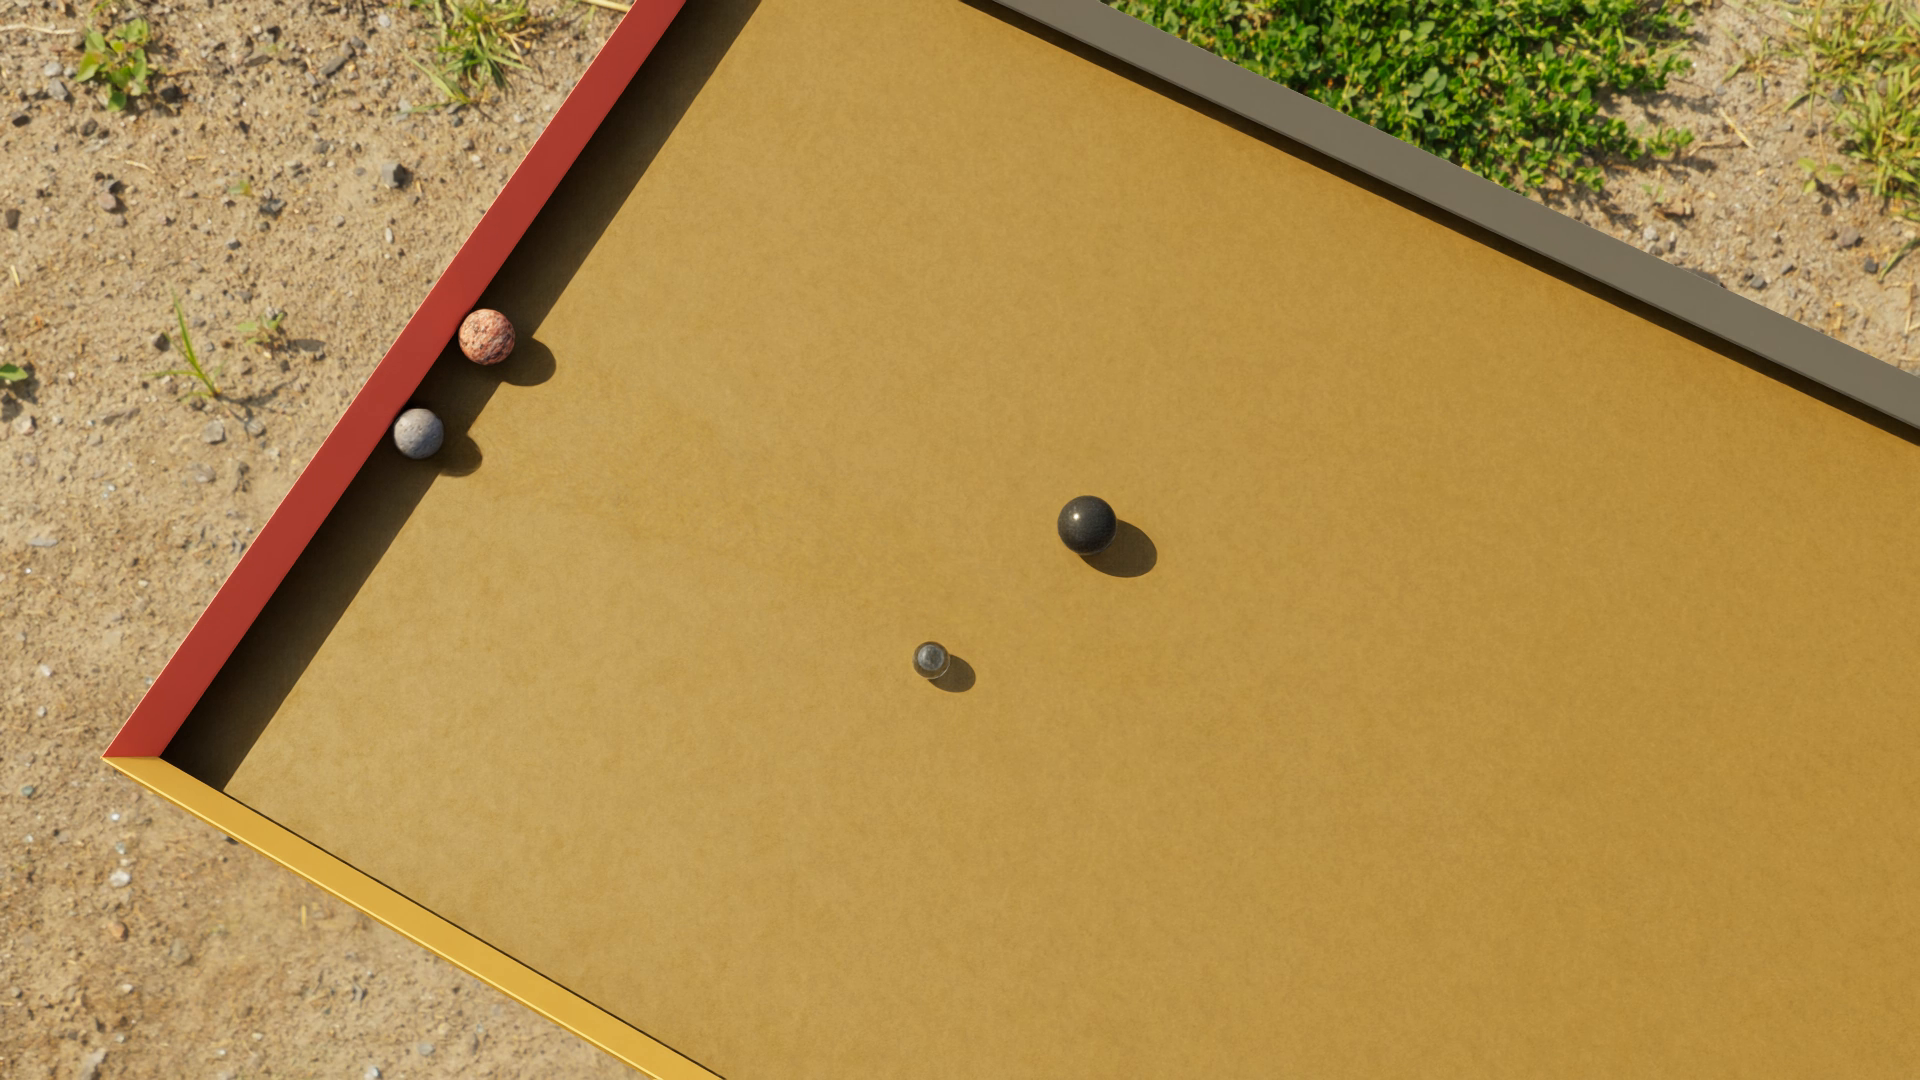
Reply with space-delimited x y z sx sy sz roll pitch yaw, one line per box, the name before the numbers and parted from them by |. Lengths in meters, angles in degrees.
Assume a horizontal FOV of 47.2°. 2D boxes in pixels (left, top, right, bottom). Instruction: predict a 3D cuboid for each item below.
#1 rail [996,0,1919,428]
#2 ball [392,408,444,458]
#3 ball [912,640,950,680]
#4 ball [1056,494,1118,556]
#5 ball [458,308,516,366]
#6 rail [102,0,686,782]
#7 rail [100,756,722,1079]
rail | 1.256 -0.339 3.556 3.728 0.124 0.045 27 72 10
ball | -0.866 -0.171 3.516 0.082 0.082 0.082 0 69 0
ball | -0.045 0.185 3.393 0.059 0.059 0.059 0 69 0
ball | 0.200 -0.023 3.453 0.095 0.095 0.095 0 69 0
ball | -0.769 -0.330 3.572 0.091 0.091 0.091 0 69 0
rail | -0.797 -0.416 3.585 0.045 0.124 1.876 27 72 10
rail | 0.379 1.161 2.989 3.728 0.124 0.045 27 72 10
